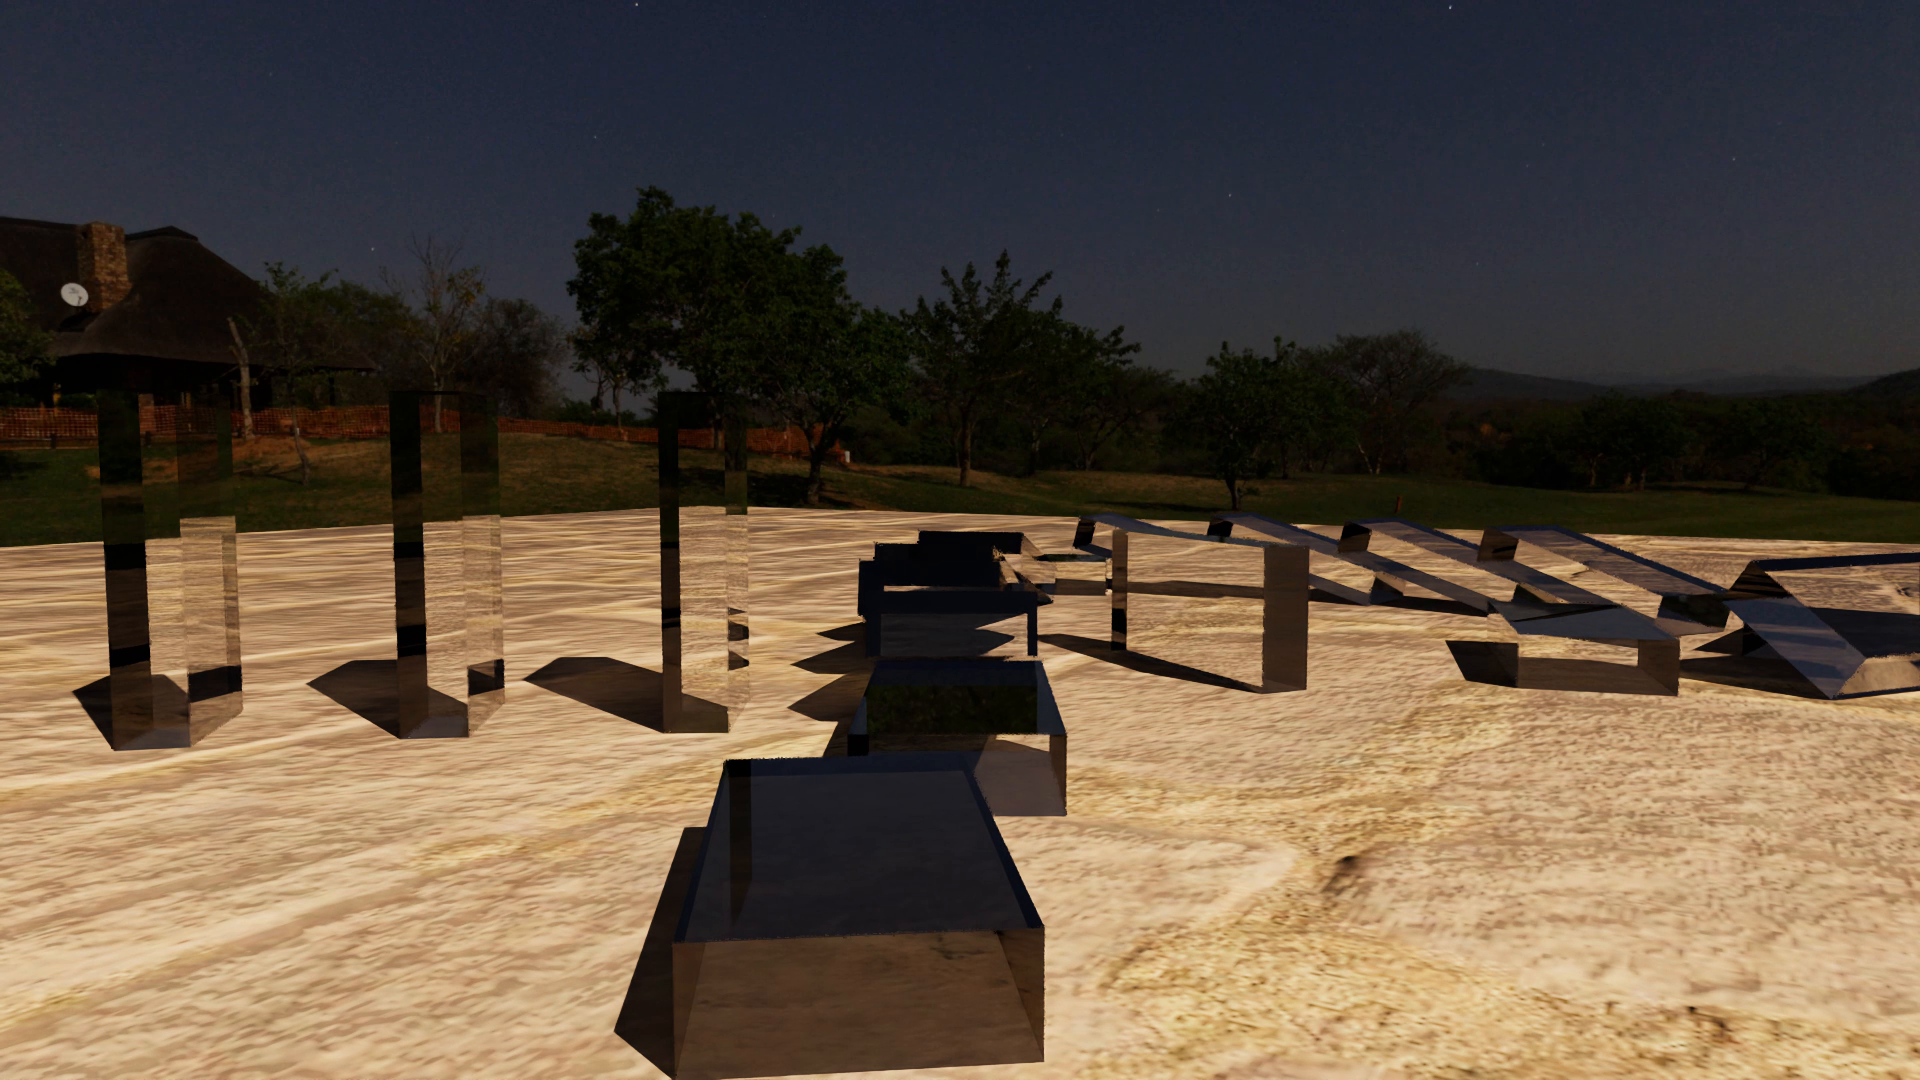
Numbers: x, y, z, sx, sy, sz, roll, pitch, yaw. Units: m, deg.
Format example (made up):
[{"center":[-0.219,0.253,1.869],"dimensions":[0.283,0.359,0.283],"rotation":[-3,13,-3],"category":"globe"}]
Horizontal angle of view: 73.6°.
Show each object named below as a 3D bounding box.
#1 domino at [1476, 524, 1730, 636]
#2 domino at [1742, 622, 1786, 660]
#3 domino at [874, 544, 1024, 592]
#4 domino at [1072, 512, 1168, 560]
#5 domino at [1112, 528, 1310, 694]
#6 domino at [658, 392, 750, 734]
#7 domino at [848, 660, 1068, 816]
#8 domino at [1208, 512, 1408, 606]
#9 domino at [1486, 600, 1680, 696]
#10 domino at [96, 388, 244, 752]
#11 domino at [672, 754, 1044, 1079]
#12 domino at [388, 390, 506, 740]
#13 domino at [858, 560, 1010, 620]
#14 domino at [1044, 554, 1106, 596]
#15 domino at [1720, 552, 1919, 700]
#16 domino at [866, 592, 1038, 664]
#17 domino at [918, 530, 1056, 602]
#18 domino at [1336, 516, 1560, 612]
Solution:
[{"center":[0.152,0.009,0.306],"dimensions":[0.025,0.010,0.050],"rotation":[-1,19,-26],"category":"domino"},{"center":[0.183,0.018,0.267],"dimensions":[0.025,0.009,0.050],"rotation":[4,6,43],"category":"domino"},{"center":[-0.001,0.010,0.289],"dimensions":[0.025,0.010,0.050],"rotation":[1,-10,10],"category":"domino"},{"center":[0.061,0.004,0.376],"dimensions":[0.050,0.010,0.025],"rotation":[18,12,25],"category":"domino"},{"center":[0.046,0.012,0.242],"dimensions":[0.010,0.025,0.050],"rotation":[-2,5,-24],"category":"domino"},{"center":[-0.039,0.003,0.199],"dimensions":[0.010,0.050,0.025],"rotation":[0,4,-2],"category":"domino"},{"center":[0.000,0.025,0.171],"dimensions":[0.025,0.010,0.050],"rotation":[0,4,0],"category":"domino"},{"center":[0.097,0.005,0.360],"dimensions":[0.050,0.010,0.025],"rotation":[22,17,36],"category":"domino"},{"center":[0.116,0.020,0.243],"dimensions":[0.025,0.010,0.050],"rotation":[1,4,17],"category":"domino"},{"center":[-0.116,0.003,0.189],"dimensions":[0.009,0.050,0.025],"rotation":[-1,4,-14],"category":"domino"},{"center":[-0.009,0.029,0.111],"dimensions":[0.025,0.010,0.050],"rotation":[0,4,-6],"category":"domino"},{"center":[-0.078,0.003,0.196],"dimensions":[0.009,0.050,0.025],"rotation":[-1,4,-8],"category":"domino"},{"center":[-0.003,0.013,0.251],"dimensions":[0.025,0.009,0.050],"rotation":[0,-10,5],"category":"domino"},{"center":[0.017,0.010,0.374],"dimensions":[0.050,0.010,0.025],"rotation":[0,4,6],"category":"domino"},{"center":[0.165,0.014,0.229],"dimensions":[0.050,0.009,0.025],"rotation":[-2,39,-22],"category":"domino"},{"center":[-0.001,0.016,0.212],"dimensions":[0.025,0.010,0.050],"rotation":[0,-9,0],"category":"domino"},{"center":[0.008,0.007,0.326],"dimensions":[0.025,0.010,0.050],"rotation":[1,-10,14],"category":"domino"},{"center":[0.128,0.006,0.336],"dimensions":[0.025,0.010,0.050],"rotation":[-3,20,-39],"category":"domino"}]
